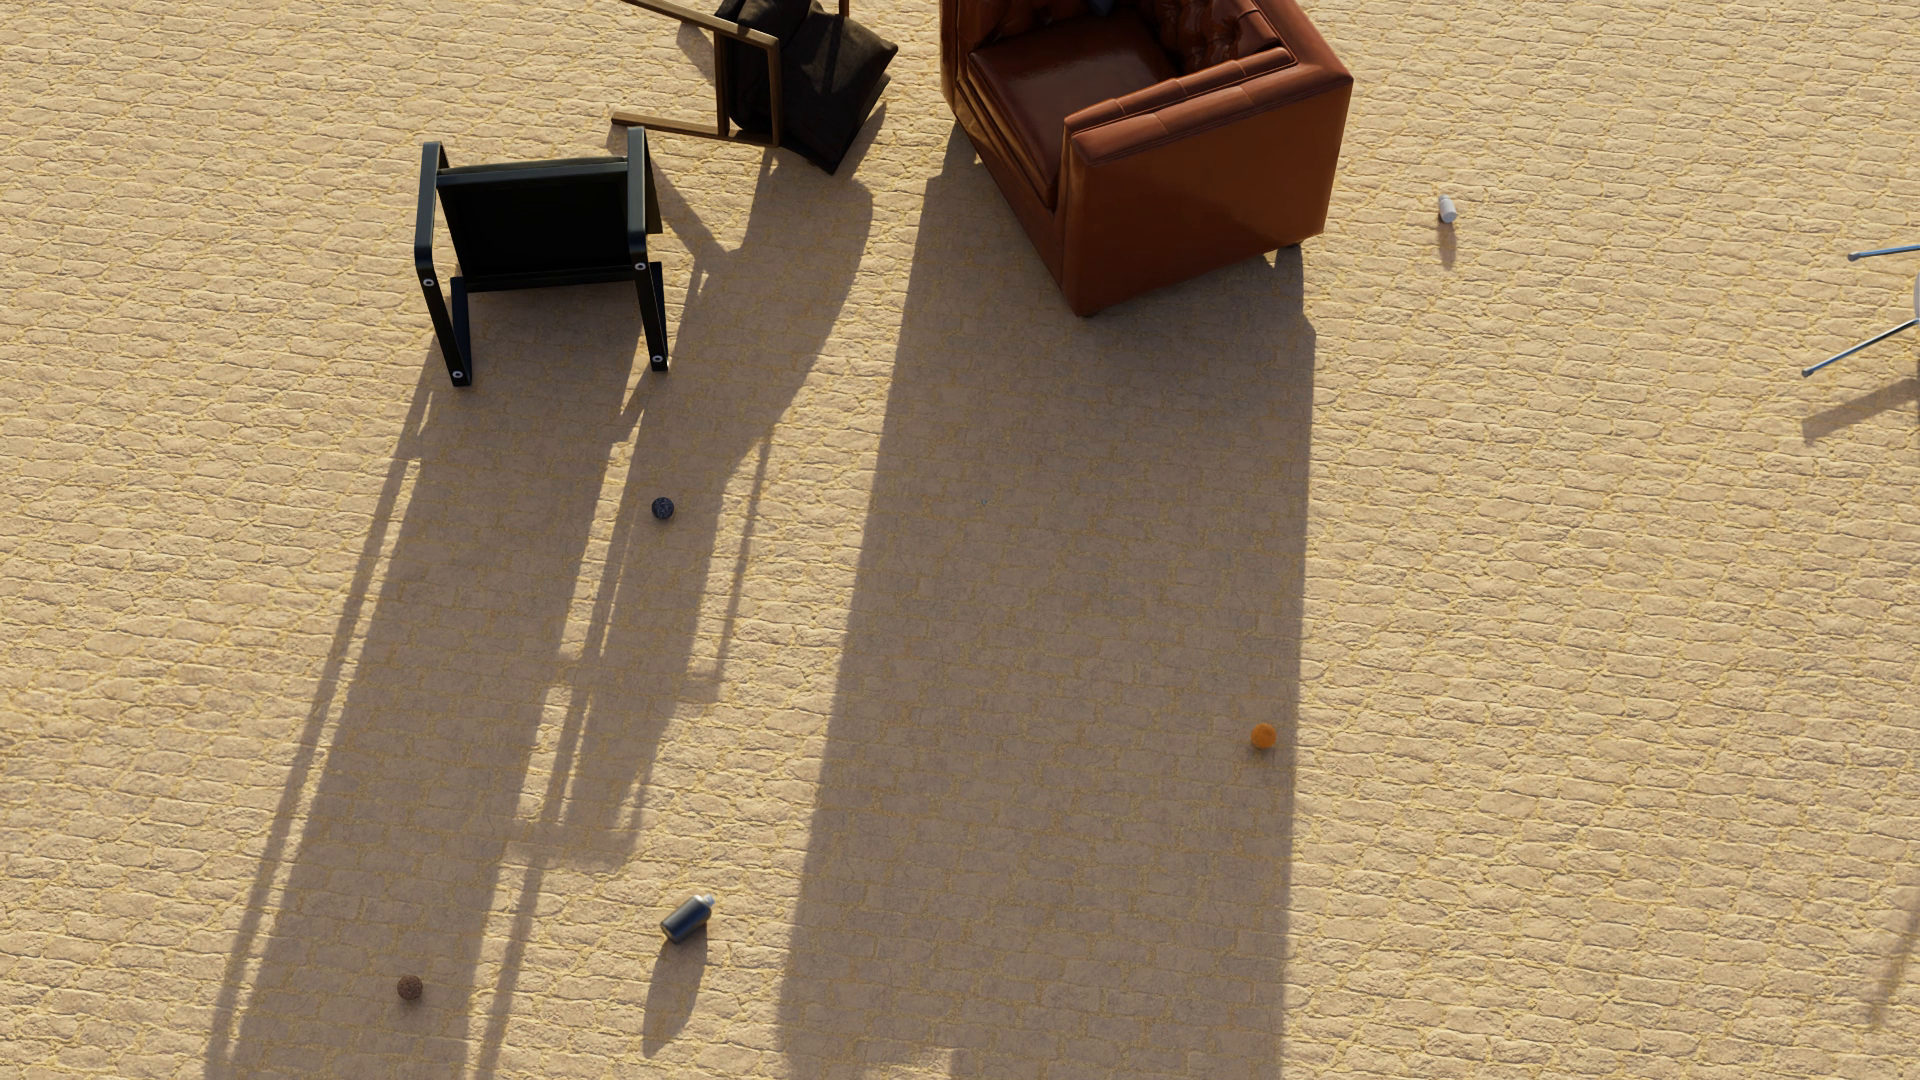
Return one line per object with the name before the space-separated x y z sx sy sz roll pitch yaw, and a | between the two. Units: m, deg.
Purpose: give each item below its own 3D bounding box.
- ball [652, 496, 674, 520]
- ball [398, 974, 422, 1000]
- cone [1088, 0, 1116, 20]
ball | -0.892 -0.095 6.597 0.067 0.067 0.067 0 56 0
ball | -1.438 1.170 5.750 0.065 0.065 0.065 0 56 0
cone | 0.491 -1.762 7.102 0.140 0.075 0.082 -46 107 -4
